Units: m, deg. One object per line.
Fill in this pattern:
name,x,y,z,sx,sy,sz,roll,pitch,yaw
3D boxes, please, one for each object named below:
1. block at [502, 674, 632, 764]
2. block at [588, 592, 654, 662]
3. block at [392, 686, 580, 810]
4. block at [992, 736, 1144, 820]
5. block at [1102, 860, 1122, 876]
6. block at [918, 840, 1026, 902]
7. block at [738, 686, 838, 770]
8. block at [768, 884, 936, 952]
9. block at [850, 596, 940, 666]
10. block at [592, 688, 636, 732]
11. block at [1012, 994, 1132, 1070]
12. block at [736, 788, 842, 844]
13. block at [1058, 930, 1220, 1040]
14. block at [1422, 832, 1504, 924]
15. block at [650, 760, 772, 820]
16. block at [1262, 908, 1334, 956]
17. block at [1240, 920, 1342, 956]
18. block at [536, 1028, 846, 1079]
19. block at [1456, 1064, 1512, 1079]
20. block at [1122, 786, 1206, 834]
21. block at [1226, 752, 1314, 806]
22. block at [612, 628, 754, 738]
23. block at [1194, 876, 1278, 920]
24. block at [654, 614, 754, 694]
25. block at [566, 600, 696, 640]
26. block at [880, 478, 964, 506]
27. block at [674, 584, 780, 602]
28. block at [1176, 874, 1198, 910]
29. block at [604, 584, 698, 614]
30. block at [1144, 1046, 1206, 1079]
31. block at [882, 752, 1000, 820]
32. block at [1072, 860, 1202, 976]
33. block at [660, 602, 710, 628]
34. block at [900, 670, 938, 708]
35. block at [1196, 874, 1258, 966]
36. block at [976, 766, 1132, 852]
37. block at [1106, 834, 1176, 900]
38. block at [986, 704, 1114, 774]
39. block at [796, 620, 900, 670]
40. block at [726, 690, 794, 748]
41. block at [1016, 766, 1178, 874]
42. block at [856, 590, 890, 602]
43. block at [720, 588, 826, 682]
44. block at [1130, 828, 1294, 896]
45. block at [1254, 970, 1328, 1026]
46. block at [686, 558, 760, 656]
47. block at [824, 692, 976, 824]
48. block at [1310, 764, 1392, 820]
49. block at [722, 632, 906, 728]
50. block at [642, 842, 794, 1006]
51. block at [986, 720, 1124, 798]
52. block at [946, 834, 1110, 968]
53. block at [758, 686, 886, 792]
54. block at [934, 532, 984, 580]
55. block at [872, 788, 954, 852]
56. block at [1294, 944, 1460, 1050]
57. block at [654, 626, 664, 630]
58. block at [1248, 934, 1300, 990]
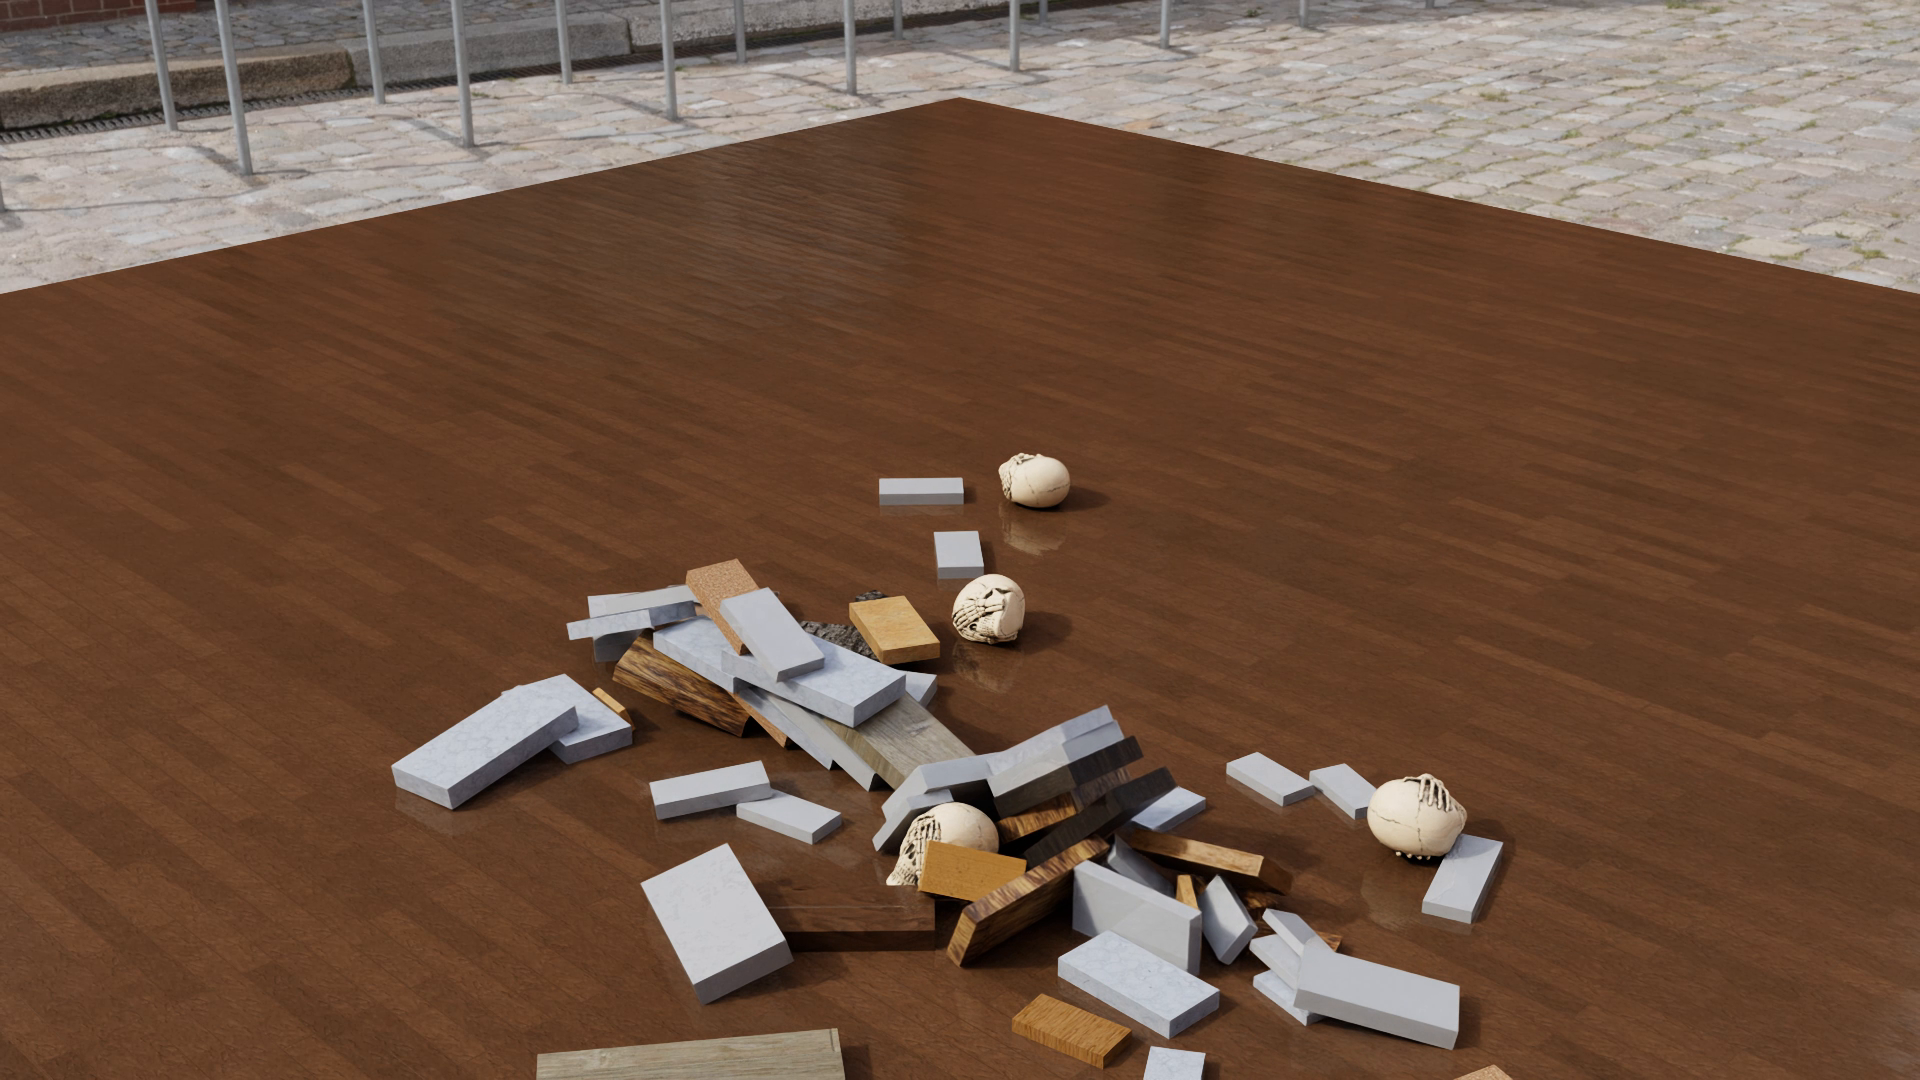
block,-0.859,0.387,4.792,0.155,0.044,0.310,-16,28,-33
block,-0.789,0.201,5.134,0.141,0.040,0.282,-5,23,-11
block,-0.993,0.431,4.615,0.178,0.050,0.355,15,34,35
block,0.201,0.451,4.157,0.157,0.045,0.315,-20,-8,-30
block,0.296,0.641,4.199,0.046,0.013,0.092,-5,23,-15
block,0.023,0.627,4.103,0.190,0.095,0.027,13,-16,-11
block,-0.329,0.372,4.710,0.273,0.039,0.136,36,40,23
block,-0.201,0.698,4.060,0.309,0.044,0.154,0,23,-1
block,-0.154,0.209,5.107,0.135,0.038,0.271,-8,24,-17
block,-0.756,0.372,4.803,0.017,0.062,0.123,-36,37,-21
block,0.191,0.837,3.754,0.184,0.026,0.092,16,28,32
block,-0.344,0.553,4.423,0.193,0.027,0.095,15,27,31
block,0.313,0.780,3.875,0.131,0.037,0.263,-21,30,-40
block,0.964,0.644,4.209,0.092,0.026,0.274,10,25,23
block,-0.509,0.509,4.478,0.233,0.033,0.117,-10,19,-11
block,0.611,0.712,3.958,0.071,0.020,0.142,16,14,-29
block,0.598,0.735,3.997,0.175,0.025,0.087,9,25,21
block,-0.442,0.887,3.613,0.498,0.044,0.154,-3,23,-8
block,0.883,0.950,3.466,0.154,0.044,0.309,-12,26,-26
block,0.409,0.548,4.439,0.085,0.024,0.171,21,30,40
block,0.643,0.495,4.562,0.085,0.024,0.171,-16,27,-32
block,-0.584,0.309,4.816,0.310,0.044,0.155,23,36,6
block,0.517,0.668,4.119,0.087,0.025,0.175,-8,15,-19
block,-0.527,0.245,4.776,0.136,0.039,0.273,-21,34,-40
block,-0.737,0.179,4.927,0.281,0.038,0.135,-10,2,41
block,-0.106,-0.134,6.034,0.229,0.032,0.114,-1,23,-2
block,-0.574,0.135,5.338,0.244,0.035,0.122,4,2,12
block,0.419,0.691,4.027,0.023,0.081,0.162,-1,23,-2
block,-0.641,0.122,4.931,0.337,0.035,0.122,-10,2,42
block,0.346,0.901,3.605,0.092,0.026,0.184,5,23,11
block,0.040,0.483,4.346,0.355,0.178,0.050,-6,61,-33
block,0.318,0.688,3.972,0.263,0.131,0.037,20,30,38
block,-0.604,0.188,5.275,0.229,0.032,0.114,4,23,10
block,-0.201,0.332,4.928,0.271,0.038,0.135,6,24,15
block,0.481,0.693,4.020,0.025,0.087,0.175,32,12,-23
block,0.182,0.519,4.242,0.158,0.045,0.315,-19,-9,-38
block,0.339,0.626,4.118,0.162,0.023,0.081,43,17,-15
block,0.169,0.382,4.178,0.117,0.033,0.278,-19,-8,-34
block,-0.309,0.248,5.119,0.359,0.044,0.155,6,24,13
block,-0.415,0.331,4.791,0.136,0.039,0.273,-21,52,-41
block,0.257,0.534,4.157,0.157,0.315,0.045,-17,71,-43
block,-0.194,0.157,5.368,0.062,0.017,0.123,-18,29,-36
block,-0.395,0.198,4.617,0.117,0.033,0.233,-16,48,-34
block,0.470,0.601,4.110,0.275,0.039,0.138,8,-18,37
block,0.588,0.797,3.857,0.071,0.020,0.142,-14,27,-30
block,-0.476,0.142,4.712,0.122,0.035,0.244,-15,47,-32
block,-0.101,0.432,4.544,0.177,0.050,0.355,-20,48,-39
block,0.800,0.515,4.515,0.086,0.024,0.171,-10,25,-22
block,-0.309,0.278,4.629,0.355,0.050,0.177,20,31,30
block,-0.446,0.694,4.001,0.178,0.050,0.355,-24,29,-13
block,0.179,0.416,4.172,0.138,0.039,0.275,-19,-8,-35
block,0.126,0.656,4.023,0.343,0.131,0.037,-23,55,-38
block,-0.245,0.375,4.663,0.355,0.050,0.177,39,41,27
block,-0.004,0.037,5.631,0.114,0.032,0.229,-1,23,-3
block,-0.092,0.543,4.259,0.095,0.190,0.027,-8,62,-30
block,0.720,0.787,3.795,0.275,0.039,0.138,14,25,7
block,-0.677,0.268,5.078,0.282,0.040,0.141,20,30,39
block,0.585,0.749,3.900,0.071,0.020,0.142,-5,27,-31
